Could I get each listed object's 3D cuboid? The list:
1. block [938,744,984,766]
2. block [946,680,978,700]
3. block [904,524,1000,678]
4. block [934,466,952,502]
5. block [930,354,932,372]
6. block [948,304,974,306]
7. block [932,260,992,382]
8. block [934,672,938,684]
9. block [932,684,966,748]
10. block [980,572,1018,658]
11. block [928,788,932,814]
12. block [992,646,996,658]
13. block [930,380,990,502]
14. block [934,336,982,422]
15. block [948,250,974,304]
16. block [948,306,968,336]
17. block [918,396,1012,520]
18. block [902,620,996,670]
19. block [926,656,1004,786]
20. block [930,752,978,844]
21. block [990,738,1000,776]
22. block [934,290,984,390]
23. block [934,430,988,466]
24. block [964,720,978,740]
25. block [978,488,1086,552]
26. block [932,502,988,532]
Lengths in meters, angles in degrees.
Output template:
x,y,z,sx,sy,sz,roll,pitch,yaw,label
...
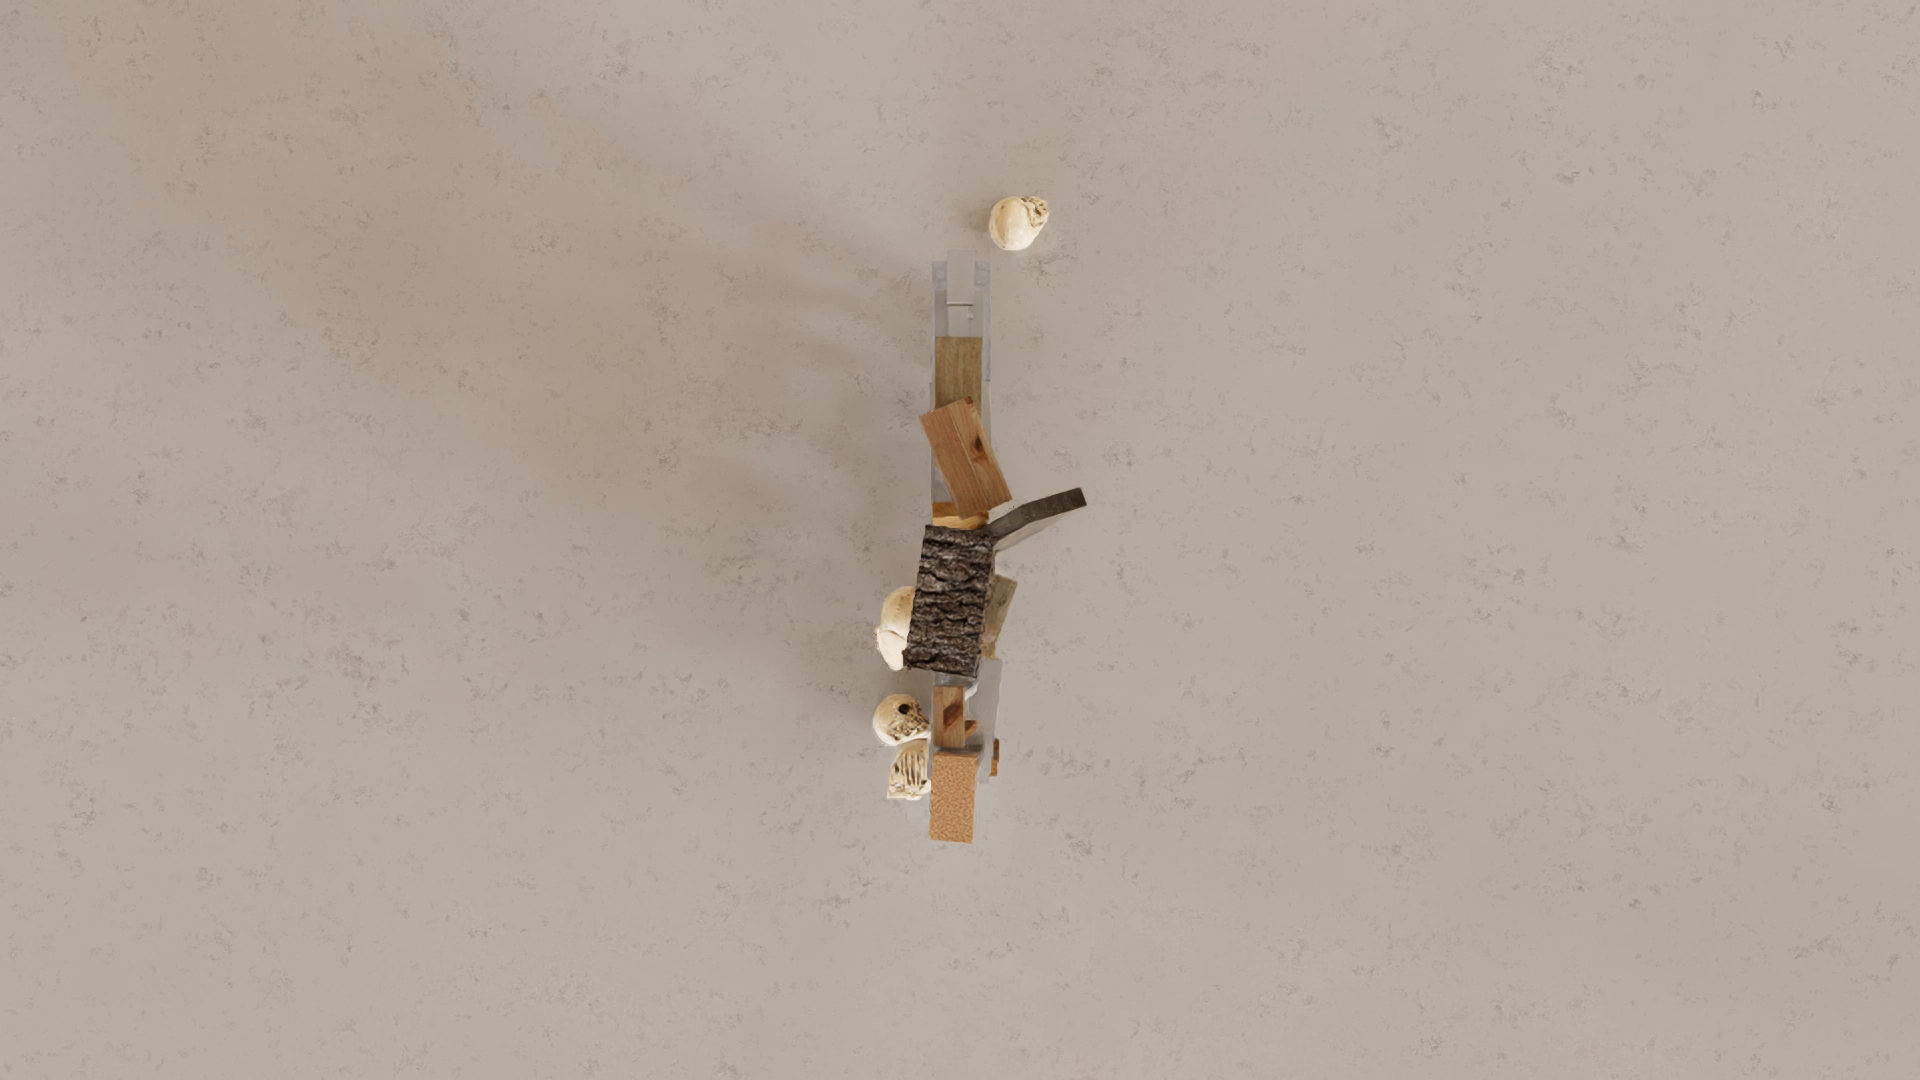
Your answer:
x,y,z,sx,sy,sz,roll,pitch,yaw,label
-0.002,0.552,4.171,0.107,0.214,0.030,1,94,7,block
-0.007,0.382,4.191,0.076,0.152,0.022,3,94,12,block
-0.020,0.144,3.892,0.170,0.048,0.339,8,85,11,block
-0.001,-0.144,4.359,0.131,0.037,0.263,-1,90,0,block
0.000,-0.511,4.878,0.168,0.336,0.048,-2,90,0,block
0.002,-0.625,4.278,0.067,0.134,0.019,0,90,0,block
0.004,-0.621,4.686,0.168,0.048,0.336,0,90,0,block
0.016,0.369,4.485,0.164,0.328,0.046,0,89,1,block
-0.027,0.438,4.109,0.076,0.022,0.152,2,93,12,block
0.065,0.189,4.255,0.105,0.030,0.211,20,98,3,block
-0.013,0.618,4.684,0.107,1.207,0.030,1,95,1,block
0.011,0.172,4.523,0.167,0.047,0.334,-1,90,-2,block
0.001,-0.278,4.665,0.169,0.048,0.338,-1,90,0,block
-0.003,-0.387,4.096,0.116,0.033,0.231,0,90,0,block
0.001,-0.670,4.201,0.067,0.019,0.134,1,90,0,block
-0.005,-0.548,4.238,0.050,0.014,0.100,0,90,0,block
0.014,-0.200,4.044,0.137,0.039,0.275,-22,90,0,block
-0.023,0.259,4.083,0.170,0.339,0.048,-18,88,10,block
0.012,0.464,4.300,0.164,0.046,0.328,6,94,2,block
-0.016,0.634,4.057,0.107,0.030,0.214,3,97,7,block
0.022,0.590,4.495,0.164,0.328,0.046,1,92,2,block
-0.002,-0.528,4.363,0.130,0.037,0.259,0,90,0,block
0.001,-0.233,4.203,0.137,0.275,0.039,-1,82,0,block
-0.009,0.482,4.196,0.076,0.152,0.022,3,96,12,block
0.139,-0.031,4.184,0.170,0.447,0.048,-17,84,-27,block
0.002,-0.055,4.202,0.137,0.275,0.039,-3,81,0,block
